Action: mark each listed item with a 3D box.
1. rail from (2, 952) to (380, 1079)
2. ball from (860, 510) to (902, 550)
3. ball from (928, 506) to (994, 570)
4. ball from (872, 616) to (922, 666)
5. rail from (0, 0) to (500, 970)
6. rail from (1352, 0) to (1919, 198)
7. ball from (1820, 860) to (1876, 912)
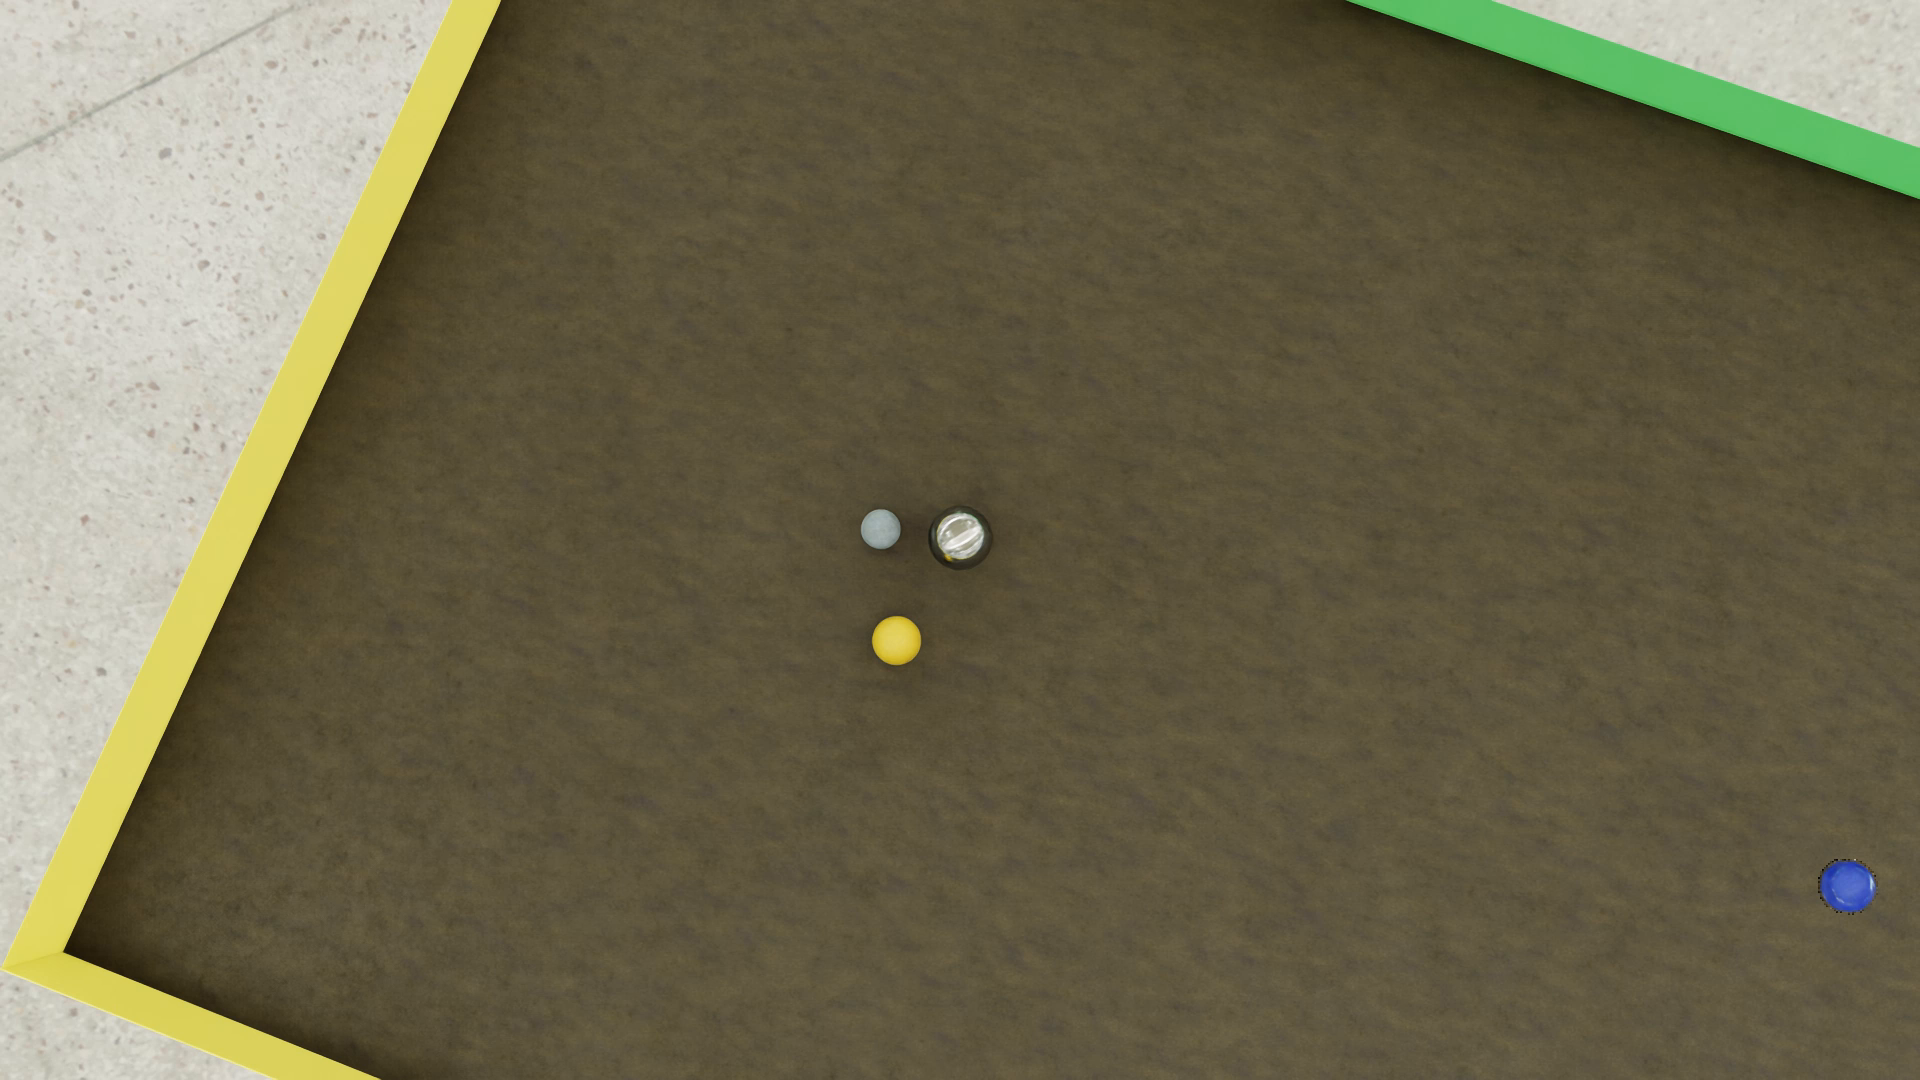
[{"bbox_3d":[0.591,1.311,2.992,4.128,0.128,0.045,20,78,4],"label":"rail"},{"bbox_3d":[-0.119,-0.016,3.320,0.061,0.061,0.061,0,78,0],"label":"ball"},{"bbox_3d":[0.001,-0.003,3.298,0.098,0.098,0.098,0,78,0],"label":"ball"},{"bbox_3d":[-0.094,0.150,3.277,0.074,0.074,0.074,0,78,0],"label":"ball"},{"bbox_3d":[-0.942,-0.356,3.359,0.045,0.128,2.148,20,78,4],"label":"rail"},{"bbox_3d":[1.338,-0.606,3.415,4.128,0.128,0.045,20,78,4],"label":"rail"},{"bbox_3d":[1.291,0.504,3.198,0.075,0.075,0.075,0,78,0],"label":"ball"}]
